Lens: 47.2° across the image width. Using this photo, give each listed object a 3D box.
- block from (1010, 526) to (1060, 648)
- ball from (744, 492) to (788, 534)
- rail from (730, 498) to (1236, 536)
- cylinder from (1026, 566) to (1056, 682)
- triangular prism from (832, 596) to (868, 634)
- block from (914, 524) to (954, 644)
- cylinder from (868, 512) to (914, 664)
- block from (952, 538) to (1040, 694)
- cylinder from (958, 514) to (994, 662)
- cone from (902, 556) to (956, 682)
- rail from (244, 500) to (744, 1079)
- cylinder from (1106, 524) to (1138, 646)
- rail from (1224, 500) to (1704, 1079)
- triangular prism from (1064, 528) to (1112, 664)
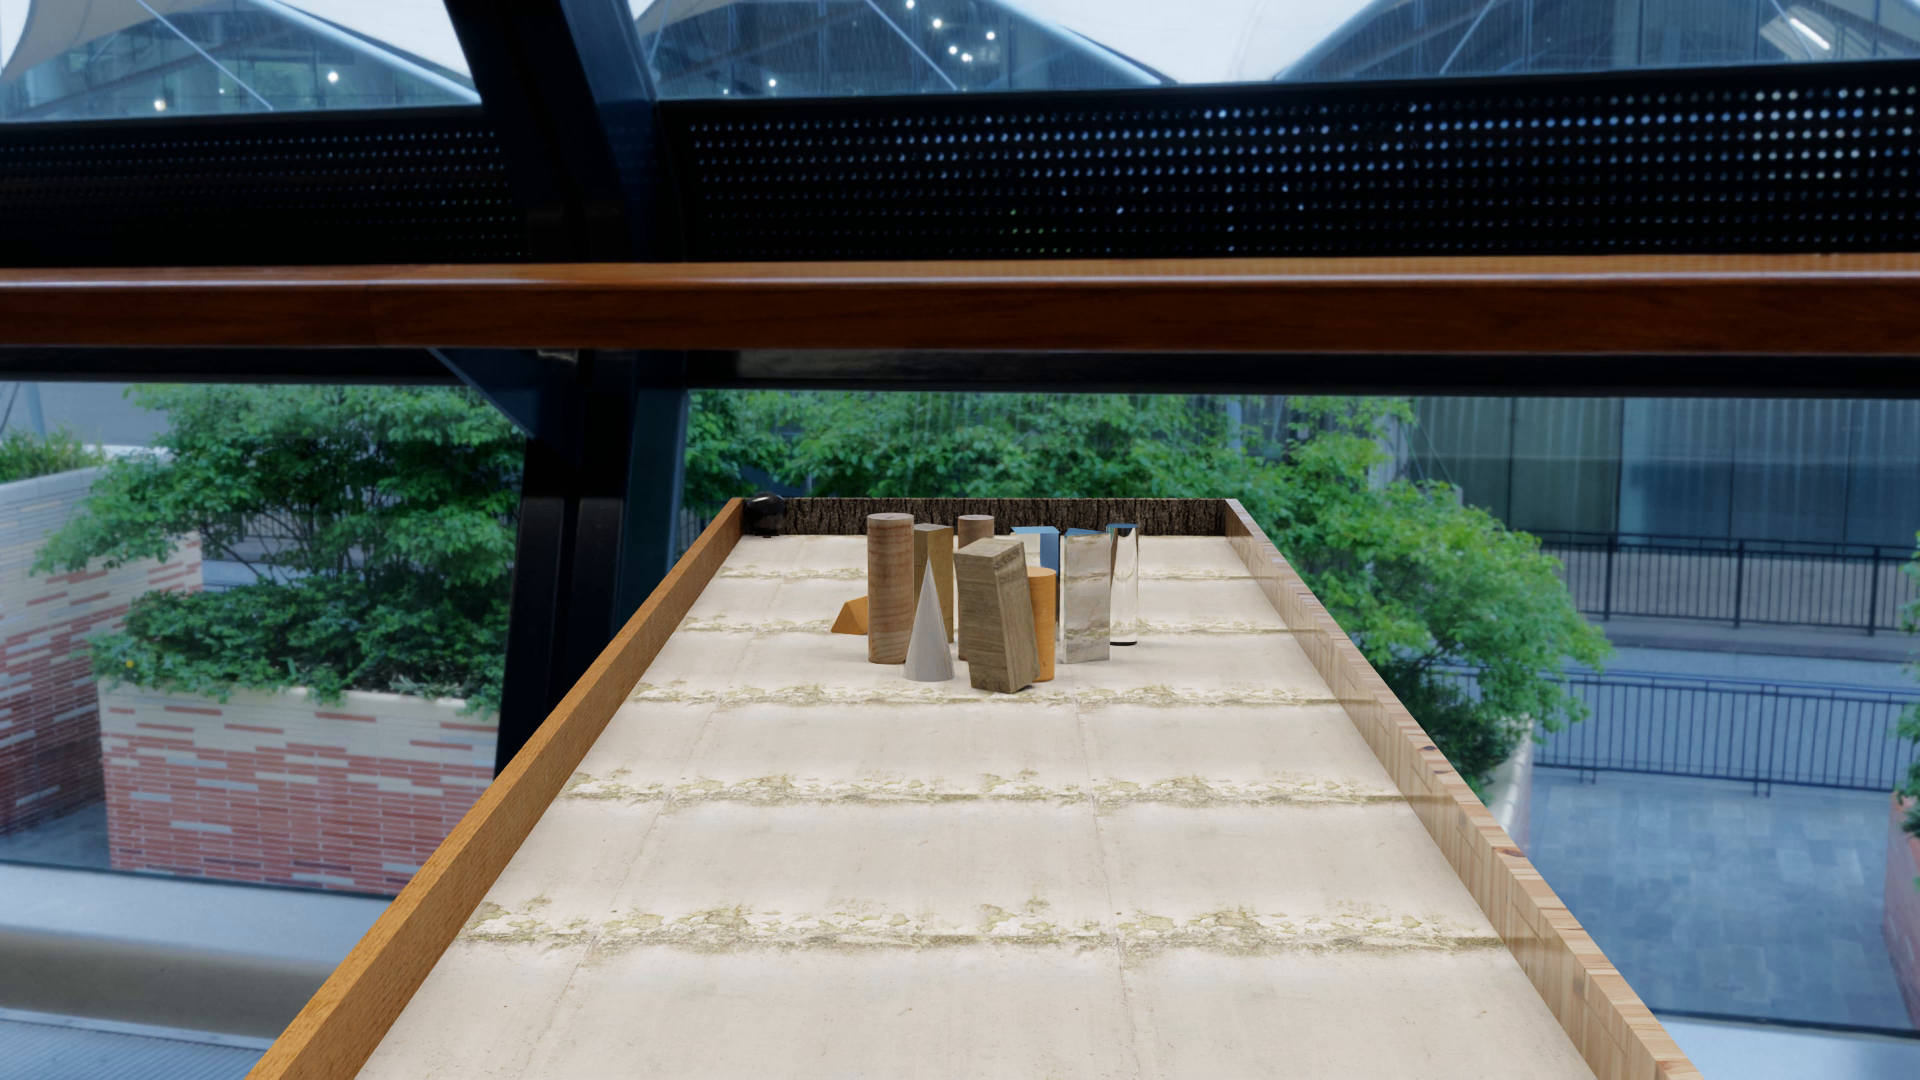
[{"bbox_3d":[0.236,0.148,6.917,0.138,0.363,0.138,-1,9,-7],"label":"block"},{"bbox_3d":[-0.796,-0.111,9.041,0.178,0.178,0.178,0,9,0],"label":"ball"},{"bbox_3d":[0.099,-0.098,9.147,2.100,0.150,0.050,0,9,1],"label":"rail"},{"bbox_3d":[0.211,0.247,6.423,0.135,0.316,0.135,0,11,0],"label":"cylinder"},{"bbox_3d":[-0.281,0.225,7.242,0.118,0.103,0.356,4,10,28],"label":"triangular prism"},{"bbox_3d":[-0.105,0.142,6.929,0.121,0.370,0.121,8,12,41],"label":"block"},{"bbox_3d":[-0.209,0.147,6.670,0.142,0.442,0.142,0,9,0],"label":"cylinder"},{"bbox_3d":[0.106,0.214,6.275,0.144,0.410,0.144,6,22,39],"label":"block"},{"bbox_3d":[0.049,0.146,6.695,0.110,0.435,0.110,0,9,0],"label":"cylinder"},{"bbox_3d":[-0.091,0.221,6.449,0.157,0.364,0.157,0,9,0],"label":"cone"},{"bbox_3d":[-1.004,0.839,3.234,0.050,0.150,12.000,0,9,1],"label":"rail"},{"bbox_3d":[0.510,0.140,6.927,0.103,0.375,0.103,0,9,0],"label":"cylinder"},{"bbox_3d":[1.046,0.843,3.208,0.050,0.150,12.000,0,9,1],"label":"rail"},{"bbox_3d":[0.362,0.167,6.702,0.152,0.393,0.132,-4,10,-22],"label":"triangular prism"}]
